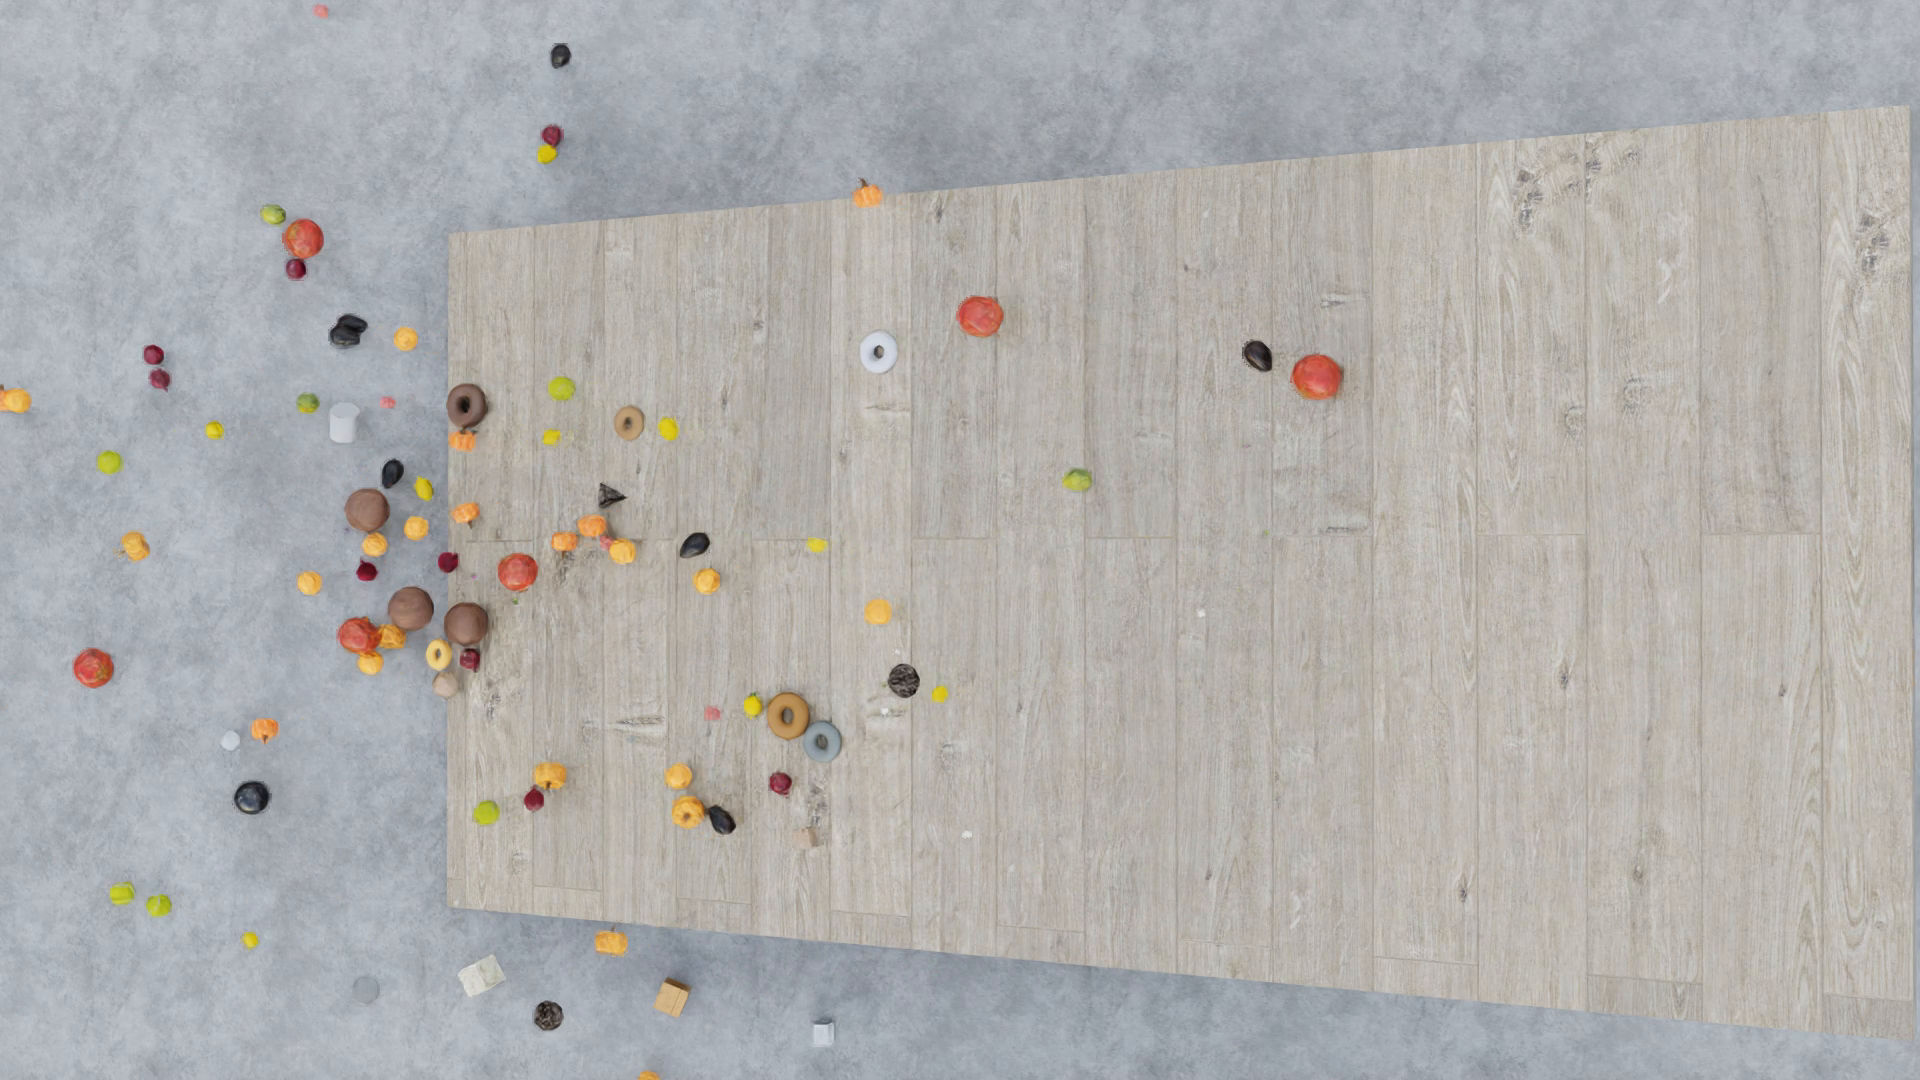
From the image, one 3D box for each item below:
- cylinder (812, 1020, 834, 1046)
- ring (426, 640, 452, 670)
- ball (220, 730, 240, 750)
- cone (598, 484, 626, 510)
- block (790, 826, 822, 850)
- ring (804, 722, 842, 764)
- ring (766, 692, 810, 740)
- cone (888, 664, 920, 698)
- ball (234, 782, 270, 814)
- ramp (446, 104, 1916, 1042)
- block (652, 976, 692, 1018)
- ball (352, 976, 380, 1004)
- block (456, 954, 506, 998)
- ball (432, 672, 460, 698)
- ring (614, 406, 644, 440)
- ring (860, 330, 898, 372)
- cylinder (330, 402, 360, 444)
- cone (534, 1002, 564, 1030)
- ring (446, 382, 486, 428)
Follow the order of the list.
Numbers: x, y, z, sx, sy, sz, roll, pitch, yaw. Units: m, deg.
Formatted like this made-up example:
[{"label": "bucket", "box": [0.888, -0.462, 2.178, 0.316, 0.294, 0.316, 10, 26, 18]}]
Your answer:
[{"label": "cylinder", "box": [-0.408, 1.473, 6.576, 0.061, 0.061, 0.061, -4, 90, 0]}, {"label": "ring", "box": [-1.546, 0.340, 6.526, 0.092, 0.031, 0.092, -1, 89, 31]}, {"label": "ball", "box": [-2.186, 0.601, 6.587, 0.060, 0.060, 0.060, 0, 89, 0]}, {"label": "cone", "box": [-0.980, -0.122, 6.236, 0.076, 0.076, 0.076, 3, 89, 1]}, {"label": "block", "box": [-0.414, 0.803, 5.923, 0.054, 0.054, 0.054, -14, 83, 26]}, {"label": "ring", "box": [-0.370, 0.544, 5.912, 0.115, 0.038, 0.115, 0, 90, 26]}, {"label": "ring", "box": [-0.465, 0.476, 5.960, 0.130, 0.043, 0.130, 0, 90, 26]}, {"label": "cone", "box": [-0.168, 0.373, 5.780, 0.091, 0.091, 0.091, 0, 89, 27]}, {"label": "ball", "box": [-2.114, 0.770, 6.565, 0.099, 0.099, 0.099, 0, 89, 0]}, {"label": "ramp", "box": [0.278, 0.079, 5.660, 4.000, 0.100, 2.000, 0, 89, 27]}, {"label": "block", "box": [-0.858, 1.366, 6.567, 0.082, 0.082, 0.082, 22, 89, 0]}, {"label": "ball", "box": [-1.774, 1.344, 6.566, 0.086, 0.086, 0.086, 0, 89, 0]}, {"label": "block", "box": [-1.424, 1.298, 6.545, 0.084, 0.084, 0.084, -32, 82, 32]}, {"label": "ball", "box": [-1.516, 0.427, 6.483, 0.078, 0.078, 0.078, 0, 89, 0]}, {"label": "ring", "box": [-0.935, -0.331, 6.217, 0.098, 0.033, 0.098, 0, 91, 28]}, {"label": "ring", "box": [-0.214, -0.501, 5.844, 0.111, 0.037, 0.111, 0, 91, 27]}, {"label": "cylinder", "box": [-1.834, -0.349, 6.557, 0.087, 0.087, 0.087, 14, 124, 0]}, {"label": "cone", "box": [-1.237, 1.430, 6.563, 0.090, 0.090, 0.090, 0, 89, 0]}, {"label": "ring", "box": [-1.454, -0.397, 6.478, 0.137, 0.046, 0.137, 0, 90, 28]}]
